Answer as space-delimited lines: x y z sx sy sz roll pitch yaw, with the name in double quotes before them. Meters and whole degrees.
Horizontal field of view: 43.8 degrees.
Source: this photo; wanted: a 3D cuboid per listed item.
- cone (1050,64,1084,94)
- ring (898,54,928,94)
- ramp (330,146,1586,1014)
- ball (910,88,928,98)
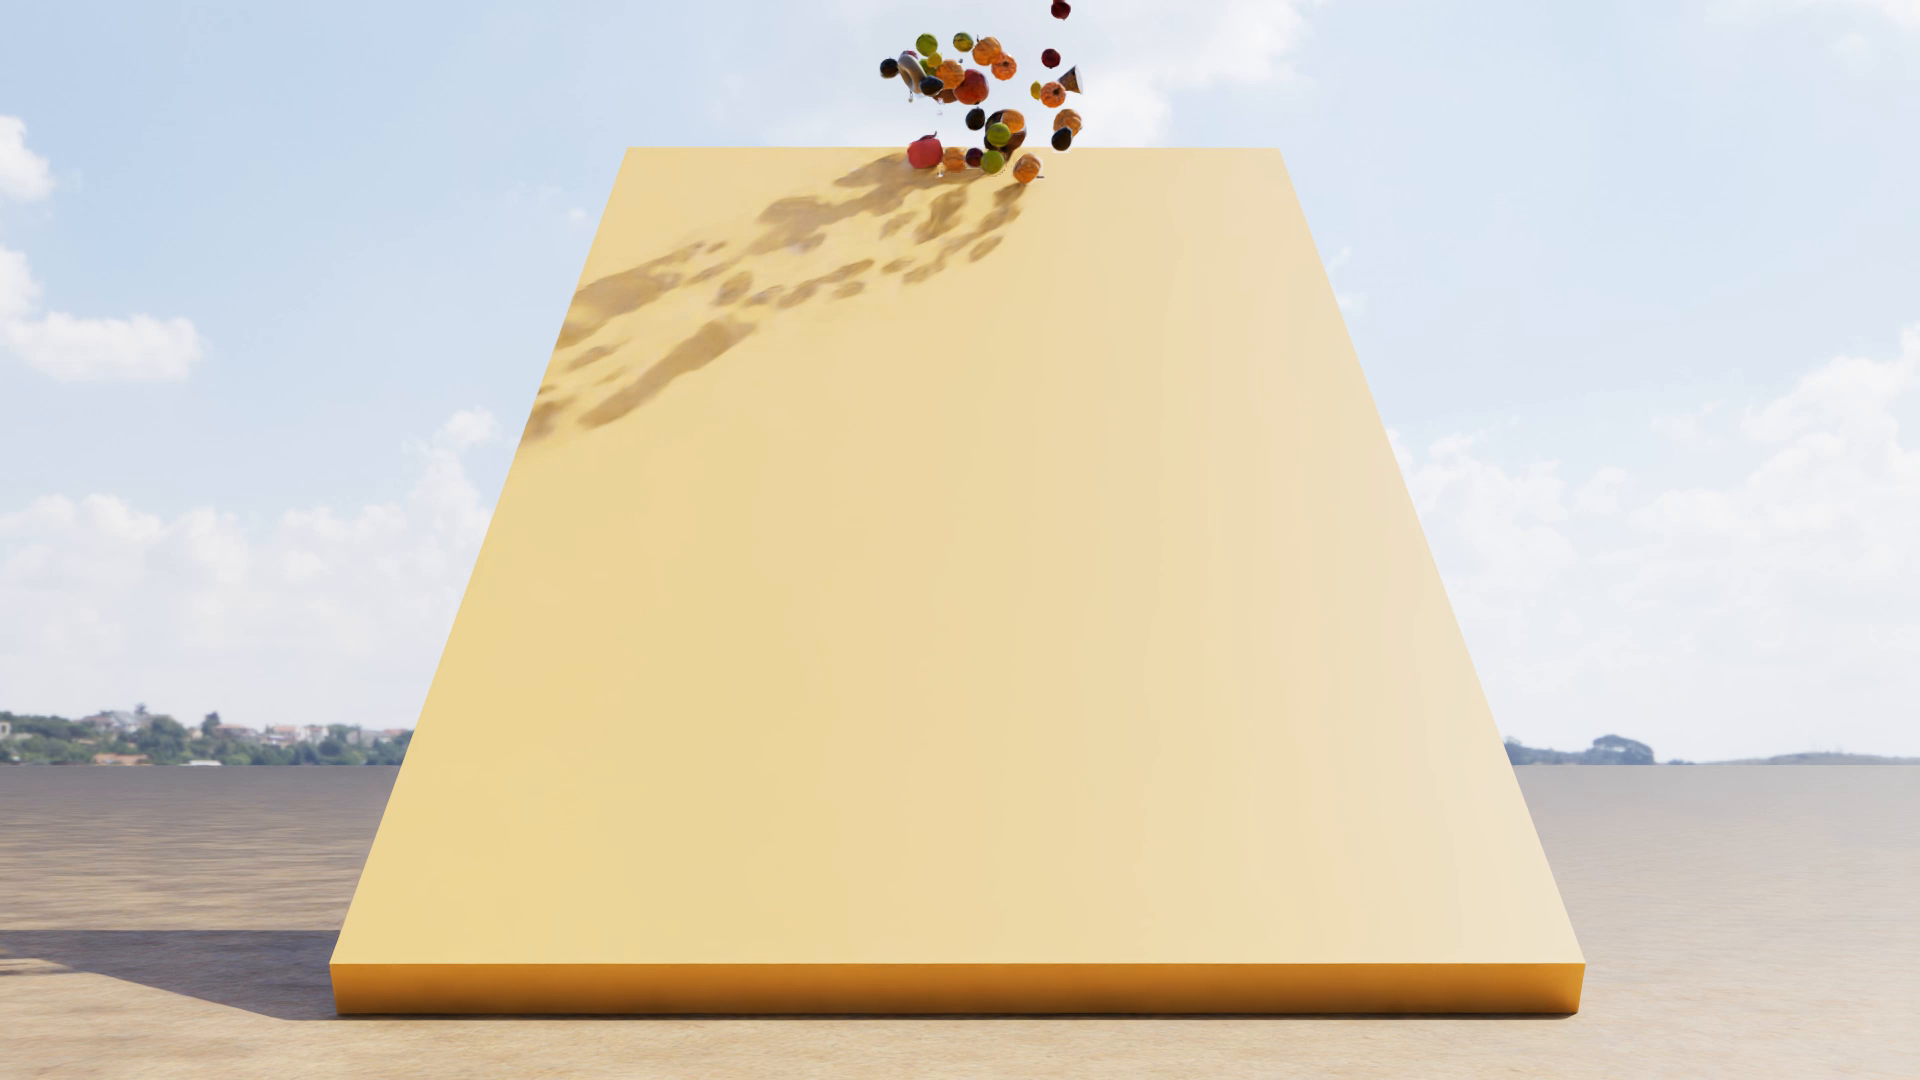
"cone" 0.308 -1.348 7.038 0.091 0.091 0.091 -10 -8 14
"ring" -0.141 -1.383 7.089 0.043 0.130 0.130 -32 1 -12
"ramp" -0.011 -0.222 5.588 2.000 0.100 4.000 0 28 0
"ball" -0.128 -1.382 7.321 0.056 0.056 0.056 0 -5 0
